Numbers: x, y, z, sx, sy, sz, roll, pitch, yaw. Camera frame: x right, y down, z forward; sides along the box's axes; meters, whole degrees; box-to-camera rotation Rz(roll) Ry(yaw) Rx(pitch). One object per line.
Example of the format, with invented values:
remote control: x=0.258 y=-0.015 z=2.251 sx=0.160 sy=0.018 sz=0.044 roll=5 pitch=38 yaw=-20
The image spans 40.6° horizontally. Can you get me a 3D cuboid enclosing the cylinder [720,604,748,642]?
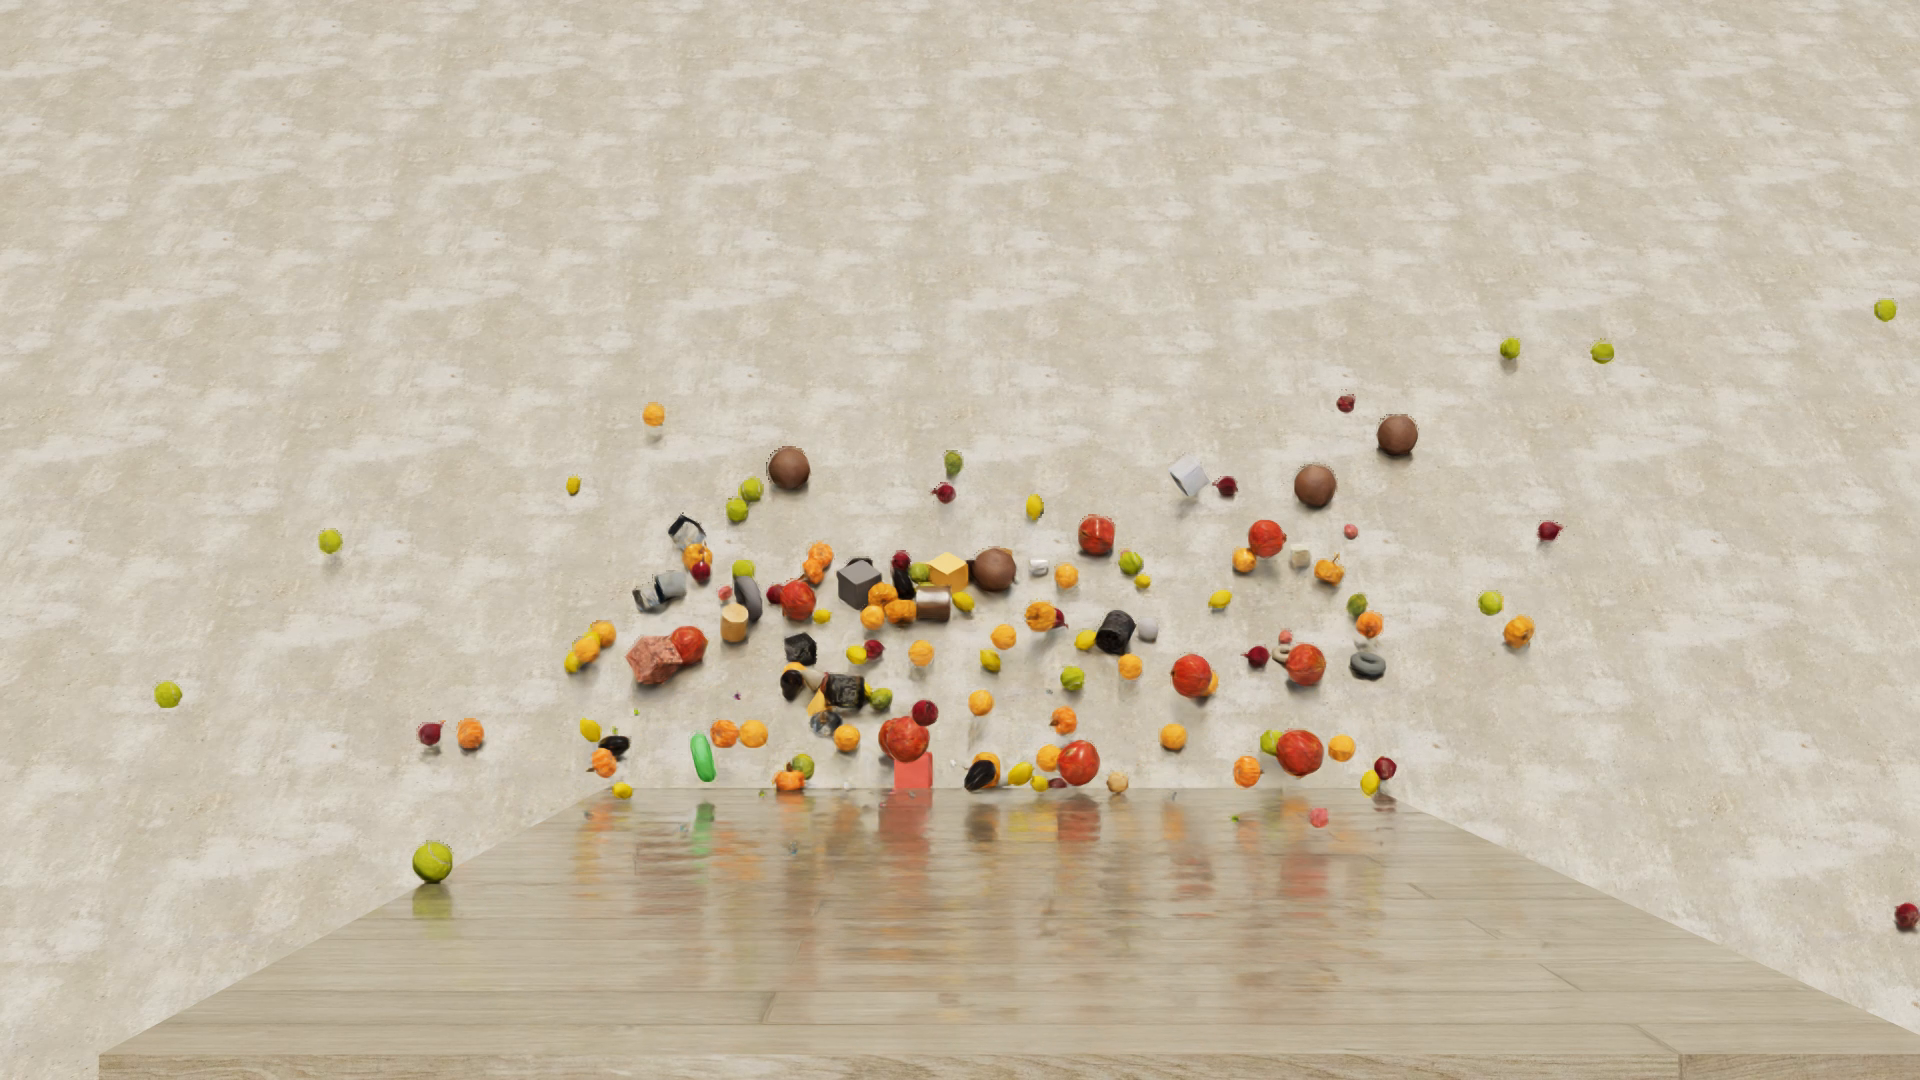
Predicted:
cylinder: x=-0.646 y=0.237 z=7.423 sx=0.077 sy=0.077 sz=0.077 roll=6 pitch=41 yaw=-5

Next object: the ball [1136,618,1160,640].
ball: x=0.541 y=0.255 z=7.461 sx=0.065 sy=0.065 sz=0.065 roll=0 pitch=34 yaw=0

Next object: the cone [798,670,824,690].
cone: x=-0.424 y=0.376 z=7.212 sx=0.065 sy=0.065 sz=0.065 roll=30 pitch=22 yaw=-28

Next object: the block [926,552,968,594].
block: x=-0.038 y=0.103 z=7.670 sx=0.085 sy=0.085 sz=0.085 roll=-29 pitch=43 yaw=-36

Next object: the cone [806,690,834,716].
cone: x=-0.388 y=0.441 z=7.175 sx=0.074 sy=0.074 sz=0.074 roll=0 pitch=34 yaw=0

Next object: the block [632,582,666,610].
block: x=-0.907 y=0.165 z=7.569 sx=0.061 sy=0.061 sz=0.061 roll=-20 pitch=2 yaw=-43

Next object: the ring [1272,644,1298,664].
ring: x=0.928 y=0.324 z=7.393 sx=0.076 sy=0.025 sz=0.076 roll=0 pitch=32 yaw=0

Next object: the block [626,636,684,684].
block: x=-0.854 y=0.334 z=7.249 sx=0.096 sy=0.096 sz=0.096 roll=1 pitch=49 yaw=-52

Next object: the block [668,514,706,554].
block: x=-0.824 y=-0.018 z=7.838 sx=0.072 sy=0.072 sz=0.072 roll=25 pitch=67 yaw=35

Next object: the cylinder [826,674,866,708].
cylinder: x=-0.316 y=0.416 z=7.140 sx=0.090 sy=0.090 sz=0.090 roll=7 pitch=31 yaw=-17

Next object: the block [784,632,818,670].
block: x=-0.452 y=0.314 z=7.370 sx=0.067 sy=0.067 sz=0.067 roll=-17 pitch=38 yaw=-24

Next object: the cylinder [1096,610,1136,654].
cylinder: x=0.443 y=0.264 z=7.405 sx=0.090 sy=0.090 sz=0.090 roll=13 pitch=43 yaw=19

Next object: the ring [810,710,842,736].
ring: x=-0.368 y=0.502 z=7.123 sx=0.092 sy=0.031 sz=0.092 roll=1 pitch=34 yaw=-1

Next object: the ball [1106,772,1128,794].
ball: x=0.401 y=0.615 z=6.587 sx=0.055 sy=0.055 sz=0.055 roll=0 pitch=34 yaw=0

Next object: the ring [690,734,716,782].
ring: x=-0.657 y=0.558 z=6.631 sx=0.043 sy=0.128 sz=0.128 roll=-14 pitch=35 yaw=-1

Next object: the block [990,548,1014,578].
block: x=0.124 y=0.067 z=7.744 sx=0.061 sy=0.061 sz=0.061 roll=5 pitch=33 yaw=7

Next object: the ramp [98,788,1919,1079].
ramp: x=0.075 y=0.650 z=4.785 sx=2.000 sy=0.100 sz=4.000 roll=0 pitch=-1 yaw=0

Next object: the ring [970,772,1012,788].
ring: x=0.081 y=0.630 z=6.833 sx=0.114 sy=0.038 sz=0.114 roll=-1 pitch=-1 yaw=0

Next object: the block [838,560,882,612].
block: x=-0.294 y=0.133 z=7.617 sx=0.094 sy=0.094 sz=0.094 roll=-24 pitch=40 yaw=-31

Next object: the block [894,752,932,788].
block: x=-0.122 y=0.604 z=6.799 sx=0.088 sy=0.088 sz=0.088 roll=0 pitch=-1 yaw=7

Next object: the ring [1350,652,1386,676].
ring: x=1.153 y=0.350 z=7.335 sx=0.104 sy=0.035 sz=0.104 roll=7 pitch=24 yaw=-3

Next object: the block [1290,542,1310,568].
block: x=1.020 y=0.045 z=7.769 sx=0.052 sy=0.052 sz=0.052 roll=-7 pitch=21 yaw=7

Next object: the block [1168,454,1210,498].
block: x=0.707 y=-0.198 z=8.013 sx=0.080 sy=0.080 sz=0.080 roll=-37 pitch=36 yaw=-3

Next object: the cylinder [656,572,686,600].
cylinder: x=-0.850 y=0.135 z=7.628 sx=0.076 sy=0.076 sz=0.076 roll=-8 pitch=35 yaw=-15
